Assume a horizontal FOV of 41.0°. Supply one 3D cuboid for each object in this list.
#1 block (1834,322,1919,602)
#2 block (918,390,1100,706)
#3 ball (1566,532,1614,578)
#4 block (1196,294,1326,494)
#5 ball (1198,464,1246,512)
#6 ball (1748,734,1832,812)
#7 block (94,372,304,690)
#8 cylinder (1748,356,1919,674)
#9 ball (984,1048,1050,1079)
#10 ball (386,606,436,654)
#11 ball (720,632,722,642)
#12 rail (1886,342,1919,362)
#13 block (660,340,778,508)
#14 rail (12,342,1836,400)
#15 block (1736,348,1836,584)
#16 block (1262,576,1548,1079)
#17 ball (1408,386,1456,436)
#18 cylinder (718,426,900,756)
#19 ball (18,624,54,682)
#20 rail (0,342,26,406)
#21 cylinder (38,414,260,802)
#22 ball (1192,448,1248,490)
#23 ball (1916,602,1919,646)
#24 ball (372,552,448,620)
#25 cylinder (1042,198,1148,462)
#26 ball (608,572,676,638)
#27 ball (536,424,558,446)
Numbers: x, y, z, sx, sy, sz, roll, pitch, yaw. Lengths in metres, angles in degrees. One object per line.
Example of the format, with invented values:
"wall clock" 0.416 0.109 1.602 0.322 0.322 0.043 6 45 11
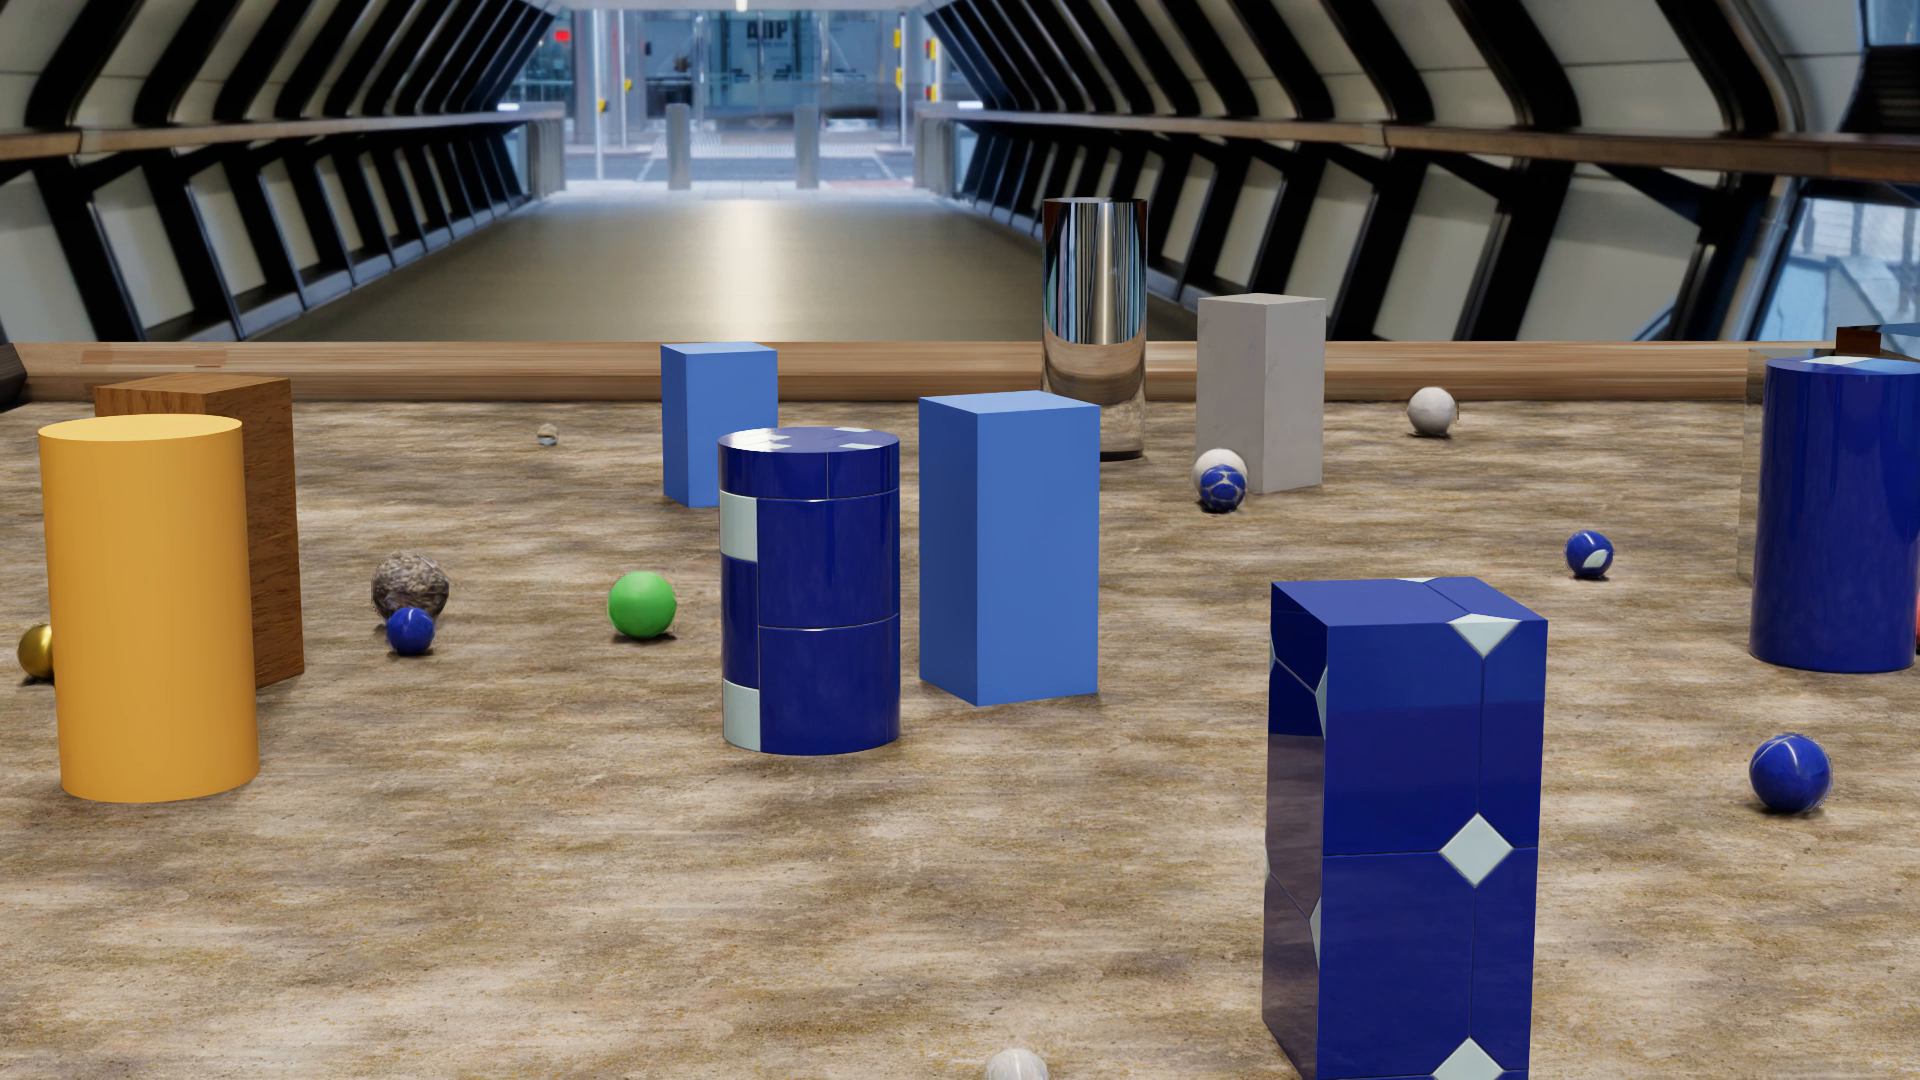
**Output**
"block" 1.249 -0.080 3.346 0.157 0.389 0.157 -5 12 -24
"block" 0.056 0.006 3.020 0.157 0.340 0.157 -5 12 -25
"ball" 0.905 0.021 3.686 0.067 0.067 0.067 0 10 0
"block" 0.525 -0.260 4.490 0.157 0.326 0.157 -9 14 -41
"ball" 0.433 -0.086 4.235 0.078 0.078 0.078 0 10 0
"ball" 0.818 0.230 2.529 0.077 0.077 0.077 0 10 0
"block" -0.898 -0.007 3.037 0.157 0.359 0.157 4 11 22
"cylinder" 1.086 -0.034 3.165 0.197 0.365 0.197 0 10 0
"ball" 0.040 0.380 1.804 0.046 0.046 0.046 0 10 0
"ball" -0.686 0.113 3.205 0.061 0.061 0.061 0 10 0
"ball" -0.264 0.119 3.170 0.063 0.063 0.063 0 10 0
"rail" 2.036 0.031 3.460 0.045 0.128 4.434 0 10 0
"block" -0.407 -0.198 4.346 0.157 0.257 0.157 -4 11 -21
"rail" -0.013 -0.367 5.605 4.119 0.128 0.045 0 10 0
"block" 1.202 -0.098 3.614 0.157 0.328 0.157 0 11 2
"block" 0.322 0.213 1.887 0.157 0.344 0.157 -1 11 -7
"ball" 0.938 -0.256 5.096 0.097 0.097 0.097 0 10 0
"cylinder" -0.164 0.052 2.805 0.197 0.327 0.197 0 10 0
"ball" -1.091 0.134 3.069 0.069 0.069 0.069 0 10 0
"rail" -2.036 0.035 3.437 0.045 0.128 4.434 0 10 0
"cylinder" -0.828 0.065 2.628 0.197 0.365 0.197 0 10 0
"ball" 0.437 -0.108 4.317 0.091 0.091 0.091 0 10 0
"ball" 1.225 0.105 3.206 0.076 0.076 0.076 0 10 0
"ball" -0.720 0.065 3.360 0.098 0.098 0.098 0 10 0
"cylinder" 0.251 -0.397 4.817 0.197 0.478 0.197 0 10 0
"ball" -0.408 0.083 3.294 0.087 0.087 0.087 0 10 0
"ball" -0.800 -0.205 4.974 0.042 0.042 0.042 0 10 0
